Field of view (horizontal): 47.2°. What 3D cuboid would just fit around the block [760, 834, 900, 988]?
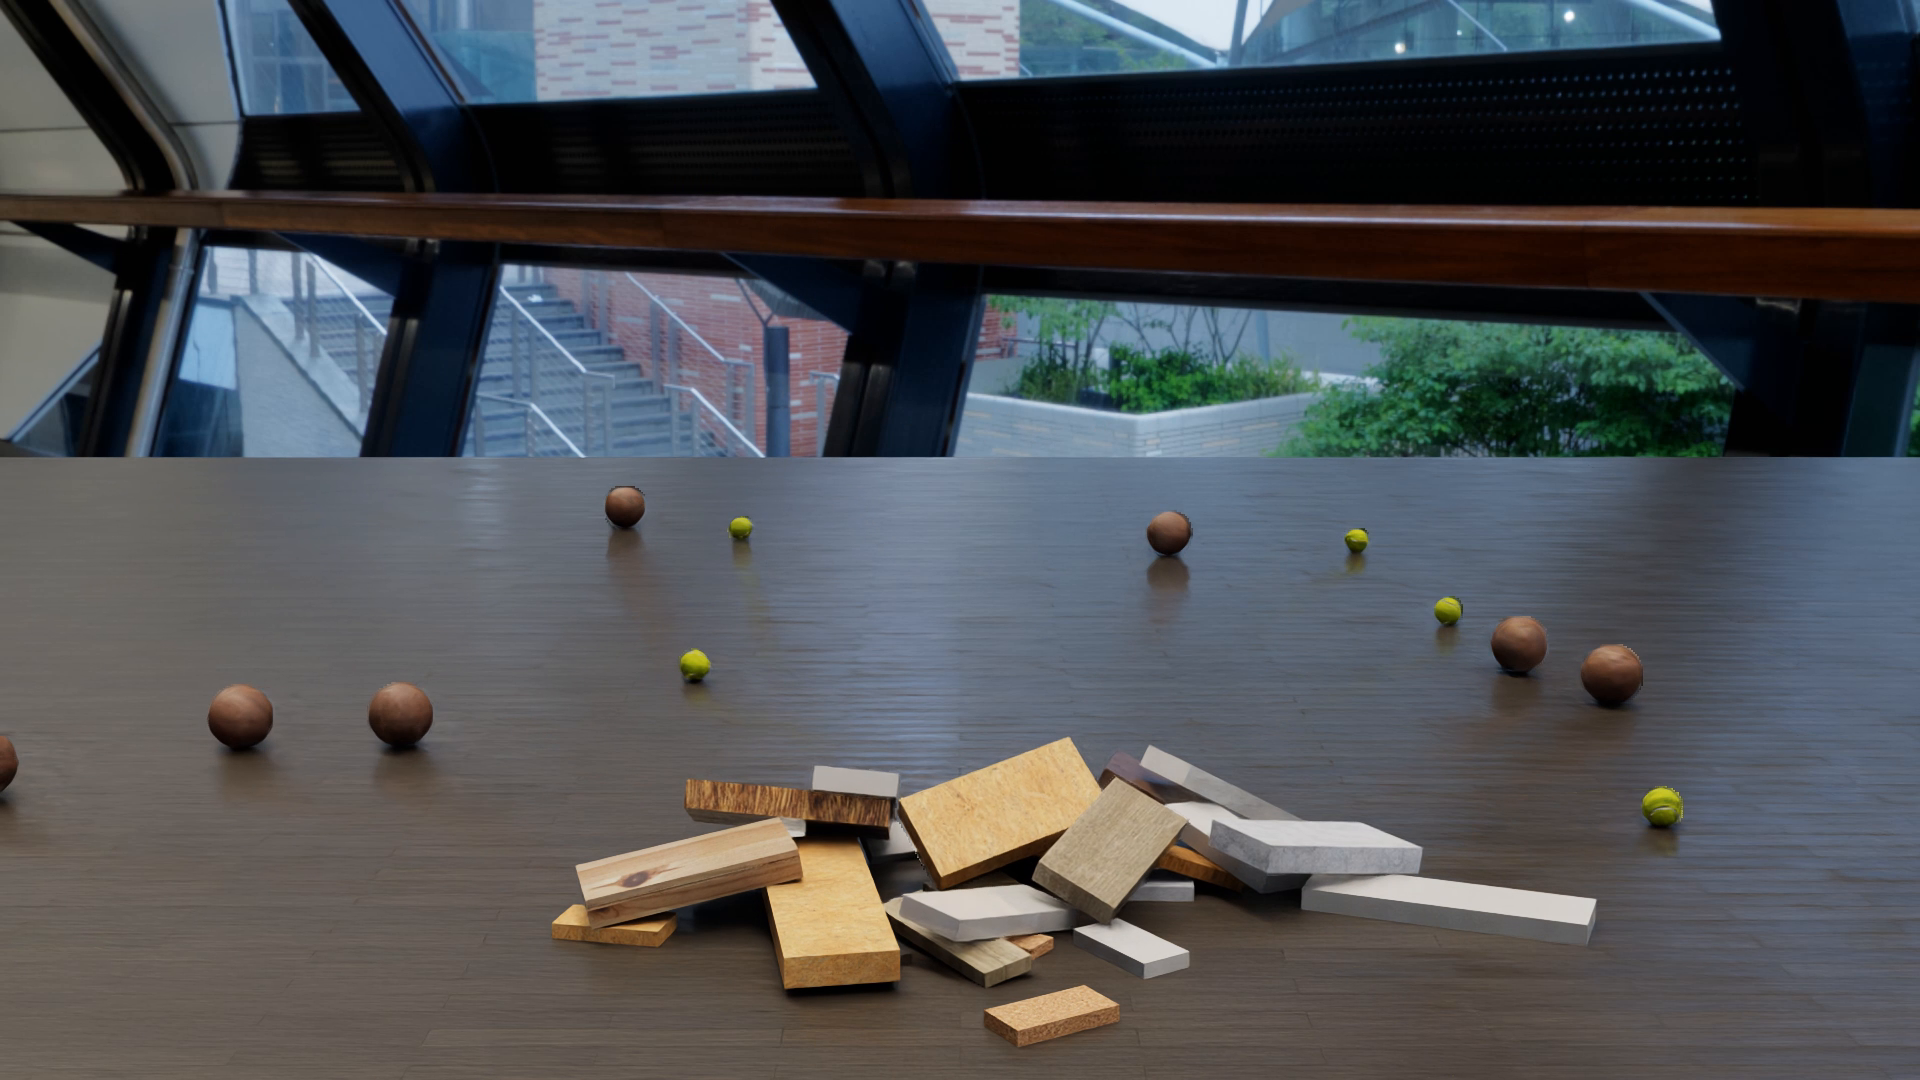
[{"bbox_3d":[-0.218,0.578,3.481,0.171,0.048,0.526,-2,12,-10],"label":"block"}]

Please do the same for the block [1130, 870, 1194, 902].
[{"bbox_3d":[0.300,0.576,3.675,0.176,0.025,0.088,0,11,2],"label":"block"}]

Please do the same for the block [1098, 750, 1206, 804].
[{"bbox_3d":[0.373,0.467,3.927,0.252,0.036,0.126,30,16,8],"label":"block"}]

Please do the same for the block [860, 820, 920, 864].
[{"bbox_3d":[-0.100,0.526,3.860,0.143,0.020,0.072,-5,44,-24],"label":"block"}]

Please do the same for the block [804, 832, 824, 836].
[{"bbox_3d":[-0.225,0.514,3.875,0.087,0.025,0.174,5,11,0],"label":"block"}]

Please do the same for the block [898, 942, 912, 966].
[{"bbox_3d":[-0.145,0.639,3.357,0.128,0.018,0.064,-5,12,-25],"label":"block"}]

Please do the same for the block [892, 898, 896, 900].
[{"bbox_3d":[-0.056,0.603,3.551,0.064,0.018,0.128,-6,12,-29],"label":"block"}]

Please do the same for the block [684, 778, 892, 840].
[{"bbox_3d":[-0.289,0.460,3.748,0.342,0.048,0.171,5,-15,1],"label":"block"}]

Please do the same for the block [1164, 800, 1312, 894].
[{"bbox_3d":[0.468,0.519,3.741,0.126,0.036,0.252,0,22,-43],"label":"block"}]

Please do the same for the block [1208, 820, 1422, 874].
[{"bbox_3d":[0.594,0.512,3.671,0.322,0.046,0.161,5,6,-31],"label":"block"}]

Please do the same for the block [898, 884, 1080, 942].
[{"bbox_3d":[0.049,0.580,3.430,0.120,0.034,0.294,17,7,41],"label":"block"}]

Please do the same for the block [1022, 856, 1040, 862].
[{"bbox_3d":[0.049,0.524,3.933,0.239,0.034,0.120,6,12,28],"label":"block"}]

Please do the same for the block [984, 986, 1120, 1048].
[{"bbox_3d":[0.131,0.677,3.132,0.174,0.025,0.087,-6,12,-31],"label":"block"}]

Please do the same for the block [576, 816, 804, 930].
[{"bbox_3d":[-0.438,0.534,3.547,0.342,0.048,0.171,-12,13,-13],"label":"block"}]

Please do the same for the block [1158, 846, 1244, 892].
[{"bbox_3d":[0.384,0.542,3.692,0.176,0.025,0.088,19,6,-15],"label":"block"}]

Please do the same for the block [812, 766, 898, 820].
[{"bbox_3d":[-0.179,0.439,3.798,0.141,0.040,0.283,6,-15,0],"label":"block"}]

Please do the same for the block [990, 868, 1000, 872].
[{"bbox_3d":[0.003,0.557,3.793,0.072,0.020,0.143,-5,12,-27],"label":"block"}]

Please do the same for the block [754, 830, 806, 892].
[{"bbox_3d":[-0.283,0.548,3.825,0.088,0.025,0.322,1,11,6],"label":"block"}]

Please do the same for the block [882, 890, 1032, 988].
[{"bbox_3d":[-0.012,0.614,3.402,0.087,0.025,0.300,-15,20,-31],"label":"block"}]

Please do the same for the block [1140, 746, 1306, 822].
[{"bbox_3d":[0.471,0.453,3.931,0.283,0.040,0.141,28,-4,-28],"label":"block"}]

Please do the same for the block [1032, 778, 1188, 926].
[{"bbox_3d":[0.246,0.501,3.567,0.141,0.040,0.283,30,35,16],"label":"block"}]

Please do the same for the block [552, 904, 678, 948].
[{"bbox_3d":[-0.547,0.611,3.487,0.176,0.025,0.088,2,11,12],"label":"block"}]

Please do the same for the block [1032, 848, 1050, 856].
[{"bbox_3d":[0.105,0.519,3.762,0.239,0.034,0.120,-1,-3,-1],"label":"block"}]

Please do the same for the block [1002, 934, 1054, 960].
[{"bbox_3d":[0.075,0.625,3.432,0.128,0.018,0.064,7,13,35],"label":"block"}]

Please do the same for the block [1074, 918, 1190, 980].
[{"bbox_3d":[0.263,0.629,3.391,0.088,0.025,0.176,-7,13,-33],"label":"block"}]

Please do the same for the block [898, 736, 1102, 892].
[{"bbox_3d":[0.076,0.457,3.693,0.322,0.046,0.161,-18,55,-20],"label":"block"}]

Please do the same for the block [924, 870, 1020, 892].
[{"bbox_3d":[0.019,0.581,3.664,0.143,0.020,0.072,-5,12,-26],"label":"block"}]

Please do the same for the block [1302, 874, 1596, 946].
[{"bbox_3d":[0.791,0.591,3.567,0.452,0.036,0.126,4,11,22],"label":"block"}]
